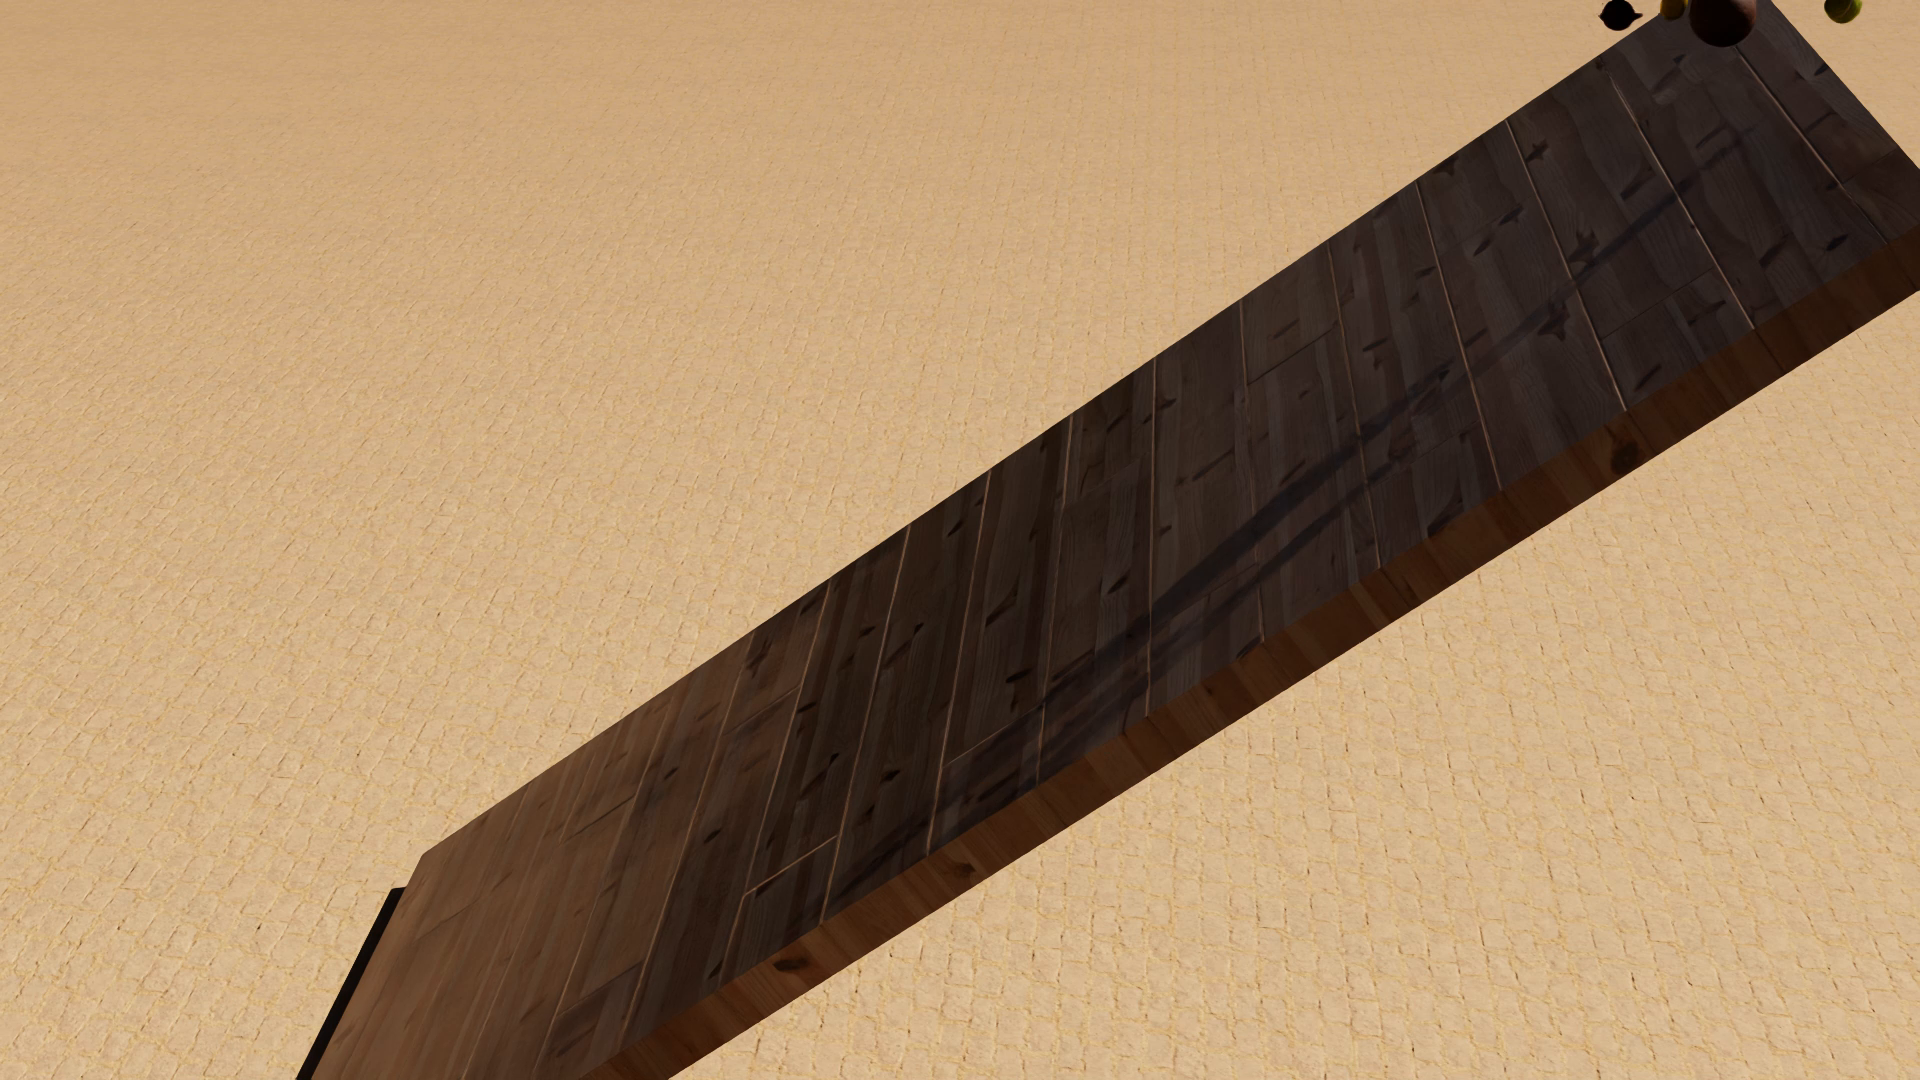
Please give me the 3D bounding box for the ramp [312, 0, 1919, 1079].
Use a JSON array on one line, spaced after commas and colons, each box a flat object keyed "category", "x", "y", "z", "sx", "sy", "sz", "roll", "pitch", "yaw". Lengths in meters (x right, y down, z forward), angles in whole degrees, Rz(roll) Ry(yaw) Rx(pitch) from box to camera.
[{"category": "ramp", "x": 0.130, "y": 0.178, "z": 6.320, "sx": 4.000, "sy": 0.100, "sz": 2.000, "roll": -34, "pitch": 16, "yaw": 16}]
